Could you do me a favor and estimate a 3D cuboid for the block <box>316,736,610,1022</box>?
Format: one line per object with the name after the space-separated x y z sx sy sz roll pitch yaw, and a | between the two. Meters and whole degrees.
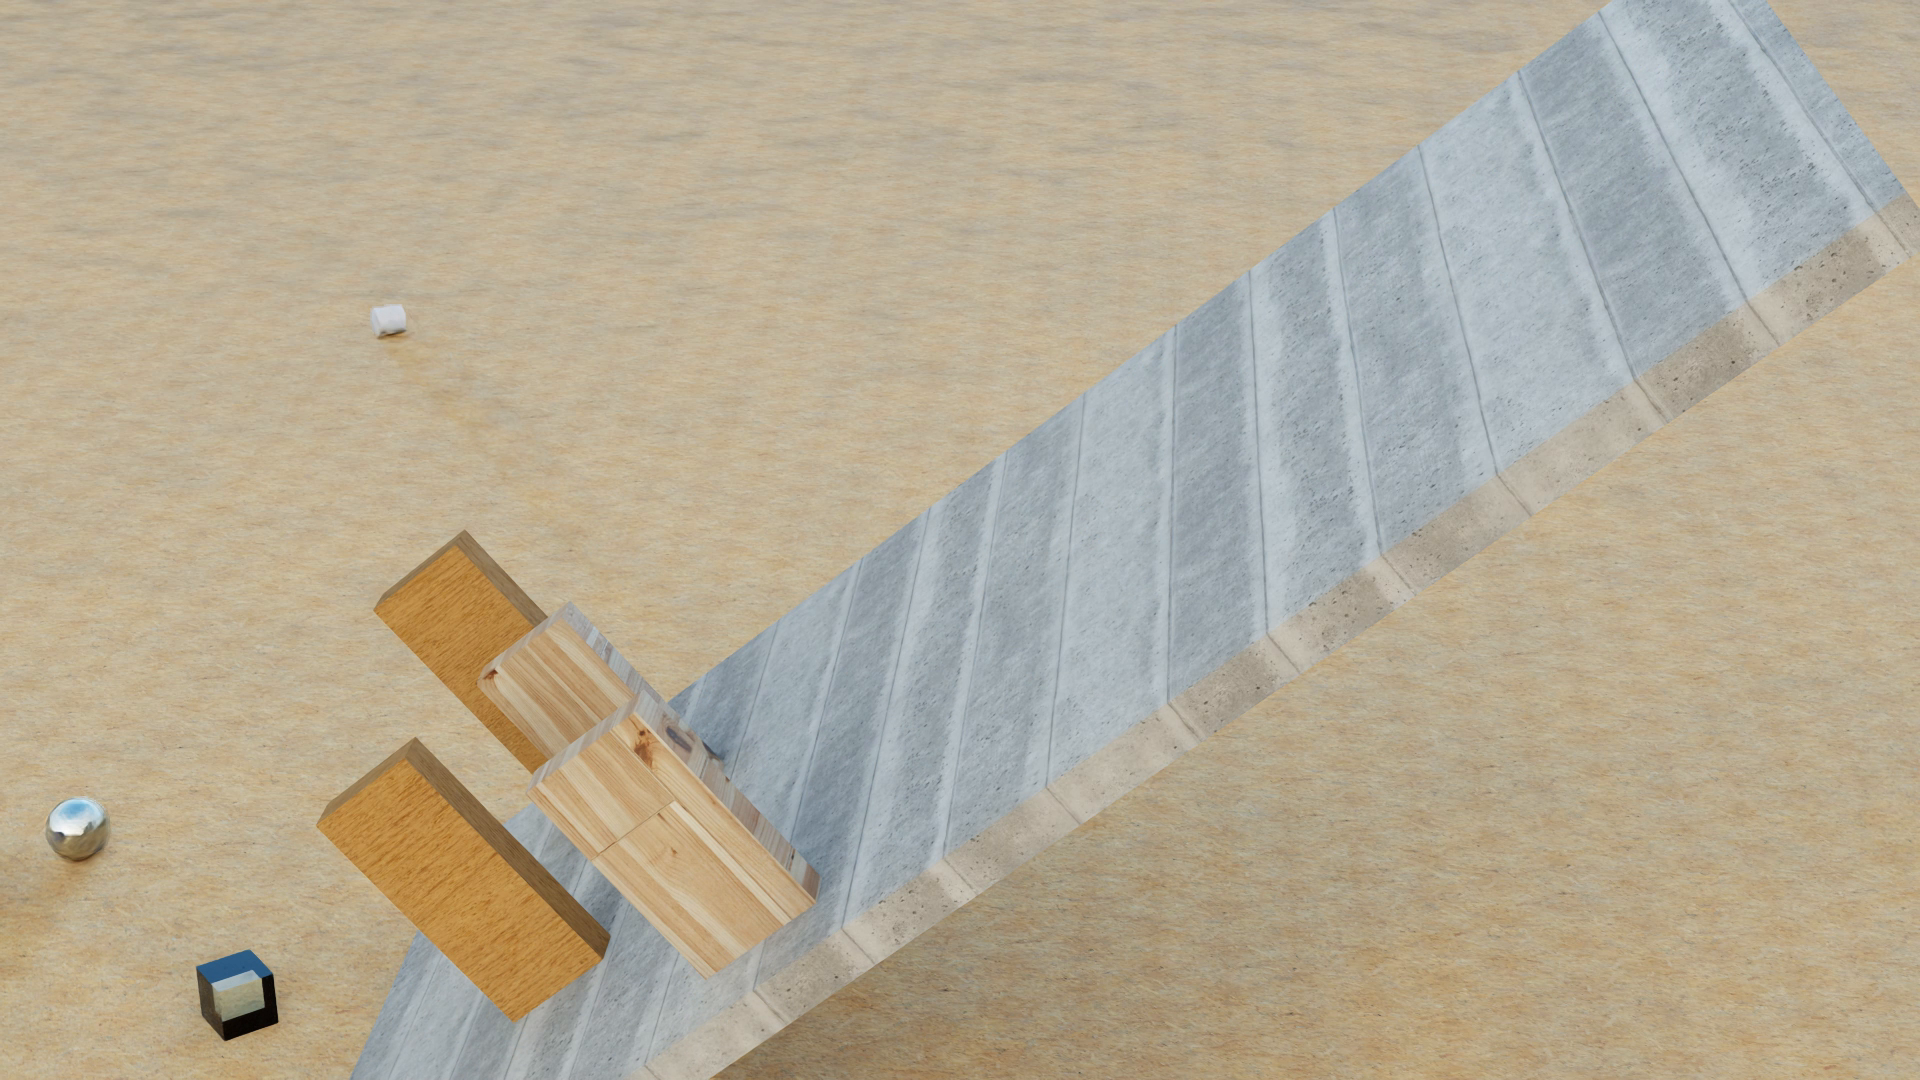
-1.068 0.737 6.348 0.267 0.621 0.098 -36 16 18 | block

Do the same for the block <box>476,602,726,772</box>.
-0.825 0.425 6.770 0.274 0.534 0.090 -36 16 18 | block

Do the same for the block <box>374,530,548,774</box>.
-1.117 0.329 7.395 0.288 0.709 0.098 -36 16 18 | block

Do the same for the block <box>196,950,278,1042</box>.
-1.794 1.129 7.300 0.143 0.143 0.143 -16 29 -32 | block

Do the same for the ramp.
0.118 0.187 6.345 4.000 0.100 2.000 -36 16 18 | ramp

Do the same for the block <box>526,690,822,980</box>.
-0.555 0.578 5.731 0.292 0.527 0.093 -36 16 18 | block

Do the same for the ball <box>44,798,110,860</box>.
-2.412 0.789 8.031 0.169 0.169 0.169 0 24 0 | ball

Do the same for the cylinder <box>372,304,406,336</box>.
-2.303 -0.886 11.866 0.111 0.111 0.111 -11 26 -24 | cylinder
